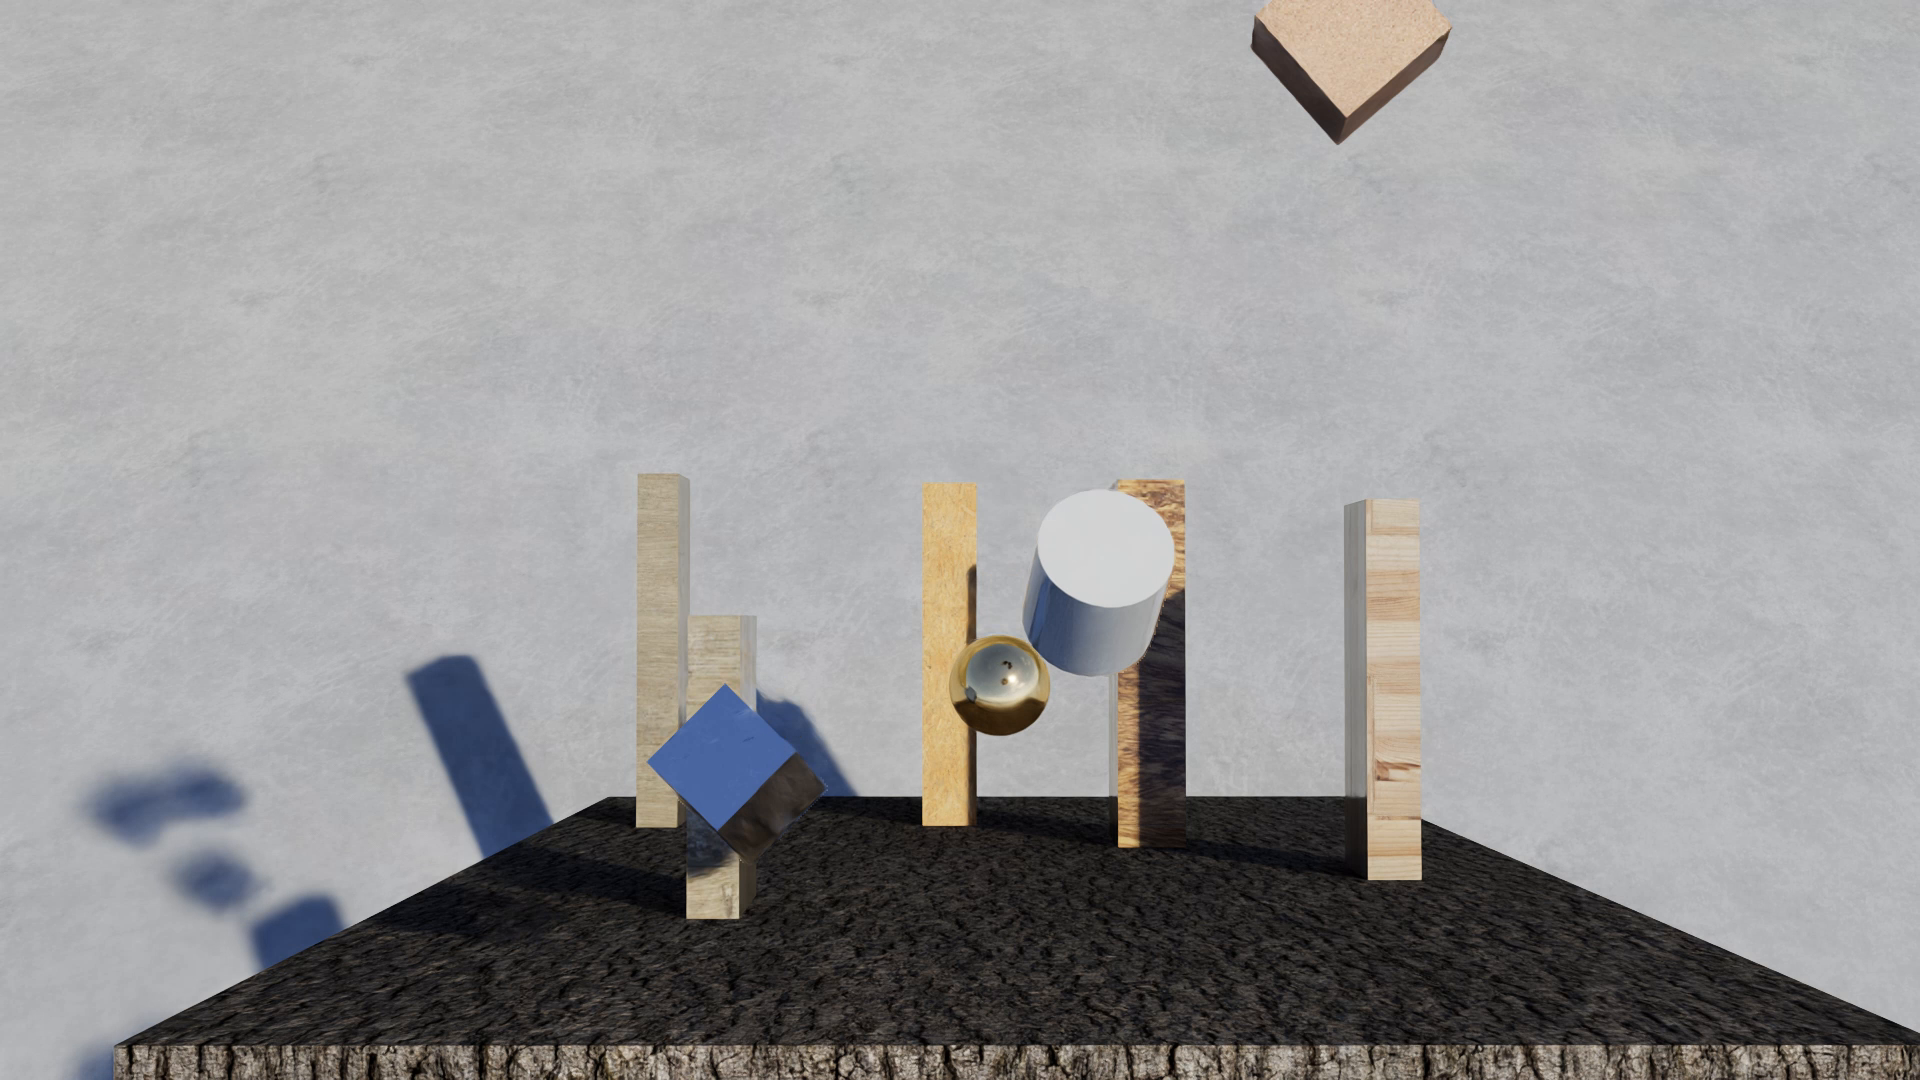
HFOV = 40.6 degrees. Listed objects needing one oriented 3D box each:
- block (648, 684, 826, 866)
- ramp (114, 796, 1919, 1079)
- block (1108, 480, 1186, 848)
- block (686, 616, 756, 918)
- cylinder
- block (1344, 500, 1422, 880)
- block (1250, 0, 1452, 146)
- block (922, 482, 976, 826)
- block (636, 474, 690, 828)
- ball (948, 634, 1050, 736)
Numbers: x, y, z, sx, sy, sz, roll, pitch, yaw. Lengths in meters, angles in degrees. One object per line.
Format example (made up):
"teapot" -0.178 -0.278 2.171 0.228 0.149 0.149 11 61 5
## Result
"block" -0.264 0.280 3.086 0.129 0.129 0.129 -45 63 -9
"ramp" 0.077 0.663 4.829 2.000 0.100 4.000 0 -2 0
"block" 0.392 0.257 5.472 0.139 0.751 0.325 0 -2 0
"block" -0.384 0.358 4.210 0.081 0.471 0.339 0 -2 0
"cylinder" 0.139 0.045 2.636 0.138 0.138 0.138 3 57 -4
"block" 0.775 0.271 4.778 0.095 0.680 0.270 0 -2 0
"block" 0.386 -0.499 2.579 0.134 0.134 0.134 -41 85 2
"block" -0.023 0.263 6.053 0.122 0.774 0.367 0 -2 0
"block" -0.679 0.251 5.954 0.092 0.793 0.258 0 -2 0
"ball" 0.049 0.180 3.216 0.126 0.126 0.126 0 35 0
